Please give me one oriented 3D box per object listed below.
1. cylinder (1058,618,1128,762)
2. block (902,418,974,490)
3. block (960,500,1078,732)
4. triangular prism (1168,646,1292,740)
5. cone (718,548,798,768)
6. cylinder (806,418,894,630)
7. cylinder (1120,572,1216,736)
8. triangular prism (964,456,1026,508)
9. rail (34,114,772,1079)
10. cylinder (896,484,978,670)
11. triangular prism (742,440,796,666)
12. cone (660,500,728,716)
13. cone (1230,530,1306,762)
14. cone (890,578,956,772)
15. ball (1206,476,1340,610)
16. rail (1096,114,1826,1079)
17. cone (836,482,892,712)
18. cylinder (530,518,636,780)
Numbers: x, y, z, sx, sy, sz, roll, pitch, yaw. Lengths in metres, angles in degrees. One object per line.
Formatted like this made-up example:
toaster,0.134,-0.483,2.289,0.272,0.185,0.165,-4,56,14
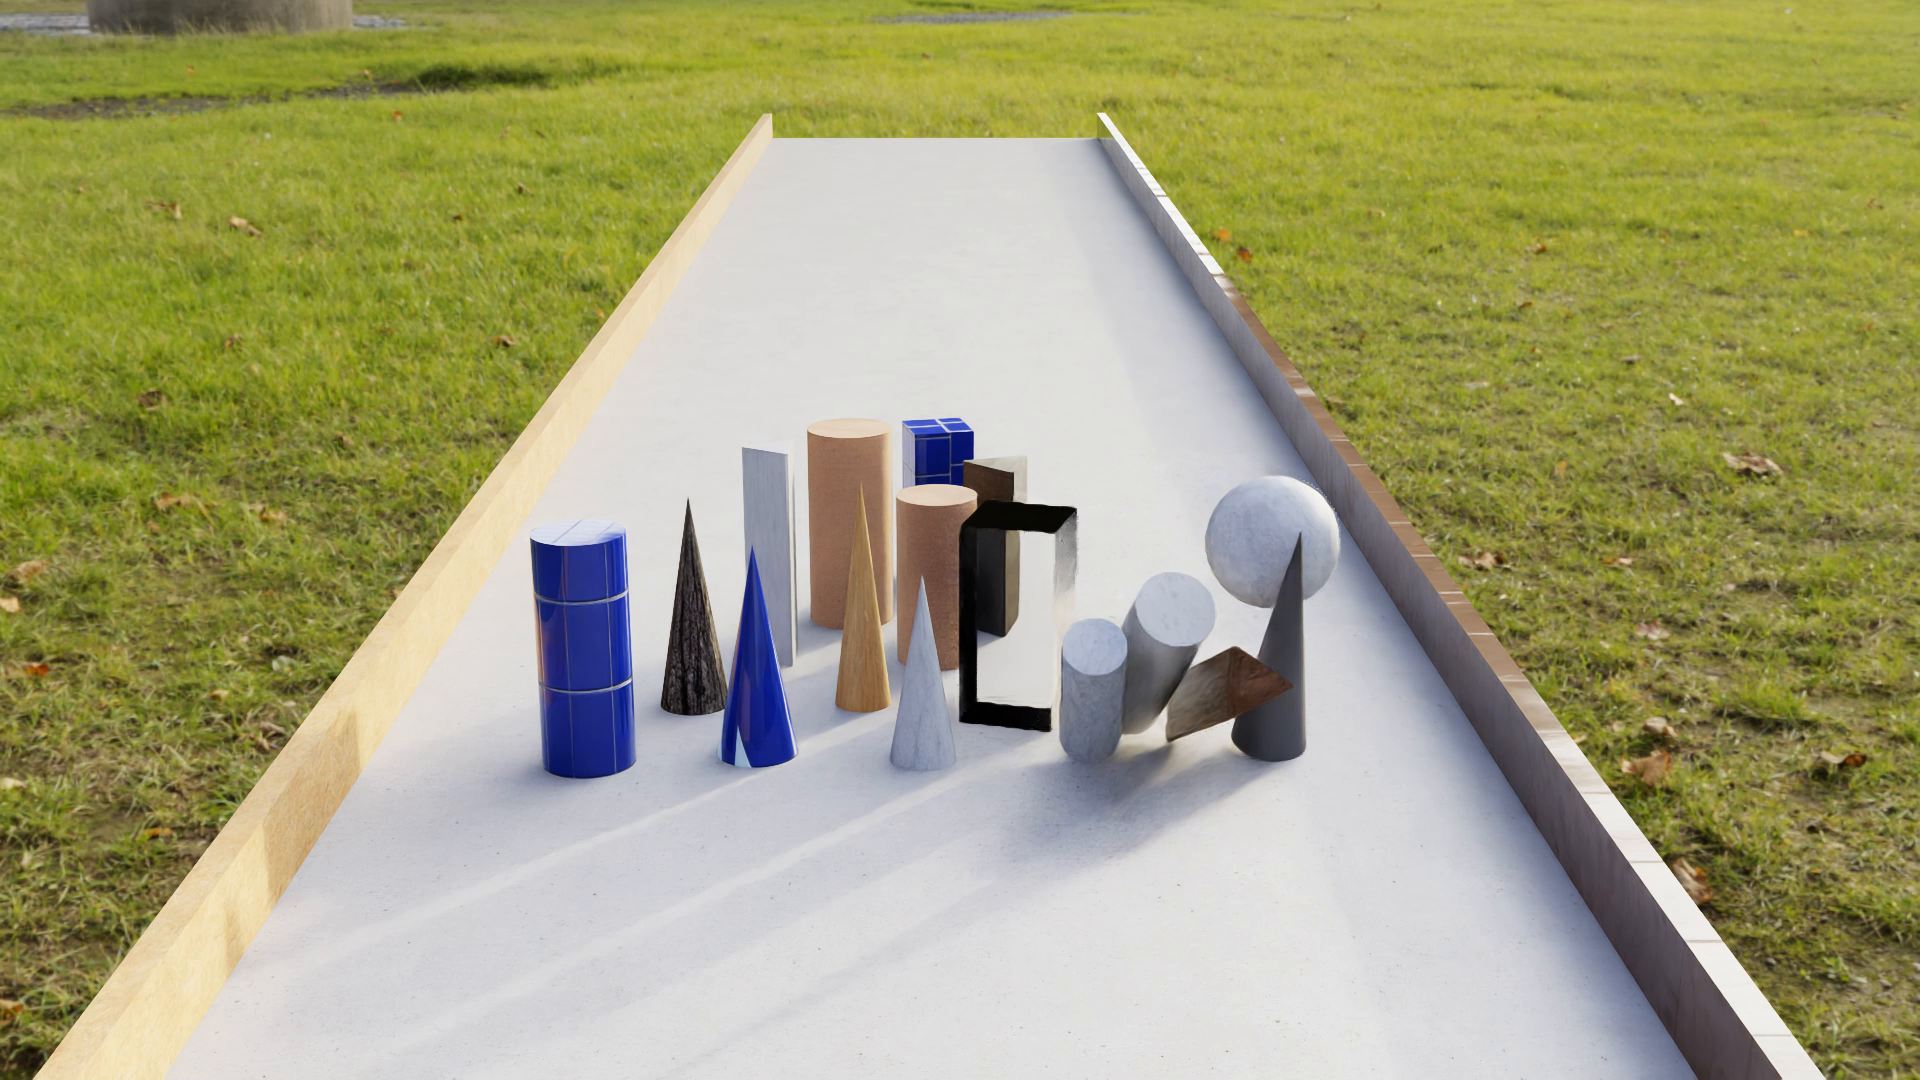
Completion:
cylinder,0.228,0.262,3.794,0.110,0.323,0.110,-1,58,1
block,-0.049,-0.080,4.874,0.132,0.355,0.132,-4,17,-13
block,0.109,0.139,4.086,0.176,0.381,0.176,5,18,15
triangular prism,0.436,0.256,3.789,0.118,0.102,0.448,-26,-6,-12
cone,-0.362,0.194,3.891,0.145,0.390,0.145,0,17,0
cylinder,-0.229,-0.035,4.620,0.176,0.413,0.176,0,17,0
cylinder,0.332,0.204,3.851,0.137,0.137,0.411,-3,-25,-10
triangular prism,0.099,-0.004,4.648,0.138,0.337,0.120,15,22,41
rail,-1.118,-0.838,7.780,0.050,0.150,12.000,0,17,-1
cylinder,-0.046,0.074,4.382,0.161,0.340,0.161,0,17,0
triangular prism,-0.357,0.023,4.382,0.109,0.437,0.094,10,19,30
cone,-0.503,0.113,4.125,0.132,0.411,0.132,0,17,0
cone,0.568,0.168,3.846,0.136,0.445,0.136,3,31,-2
cone,-0.066,0.224,3.868,0.120,0.345,0.120,0,17,0
ball,0.555,0.004,3.905,0.238,0.238,0.238,0,17,0
rail,0.932,-0.844,7.801,0.050,0.150,12.000,0,17,-1
cone,-0.184,0.096,4.124,0.107,0.445,0.107,0,17,0
cylinder,-0.657,0.190,3.845,0.165,0.424,0.165,0,17,0
